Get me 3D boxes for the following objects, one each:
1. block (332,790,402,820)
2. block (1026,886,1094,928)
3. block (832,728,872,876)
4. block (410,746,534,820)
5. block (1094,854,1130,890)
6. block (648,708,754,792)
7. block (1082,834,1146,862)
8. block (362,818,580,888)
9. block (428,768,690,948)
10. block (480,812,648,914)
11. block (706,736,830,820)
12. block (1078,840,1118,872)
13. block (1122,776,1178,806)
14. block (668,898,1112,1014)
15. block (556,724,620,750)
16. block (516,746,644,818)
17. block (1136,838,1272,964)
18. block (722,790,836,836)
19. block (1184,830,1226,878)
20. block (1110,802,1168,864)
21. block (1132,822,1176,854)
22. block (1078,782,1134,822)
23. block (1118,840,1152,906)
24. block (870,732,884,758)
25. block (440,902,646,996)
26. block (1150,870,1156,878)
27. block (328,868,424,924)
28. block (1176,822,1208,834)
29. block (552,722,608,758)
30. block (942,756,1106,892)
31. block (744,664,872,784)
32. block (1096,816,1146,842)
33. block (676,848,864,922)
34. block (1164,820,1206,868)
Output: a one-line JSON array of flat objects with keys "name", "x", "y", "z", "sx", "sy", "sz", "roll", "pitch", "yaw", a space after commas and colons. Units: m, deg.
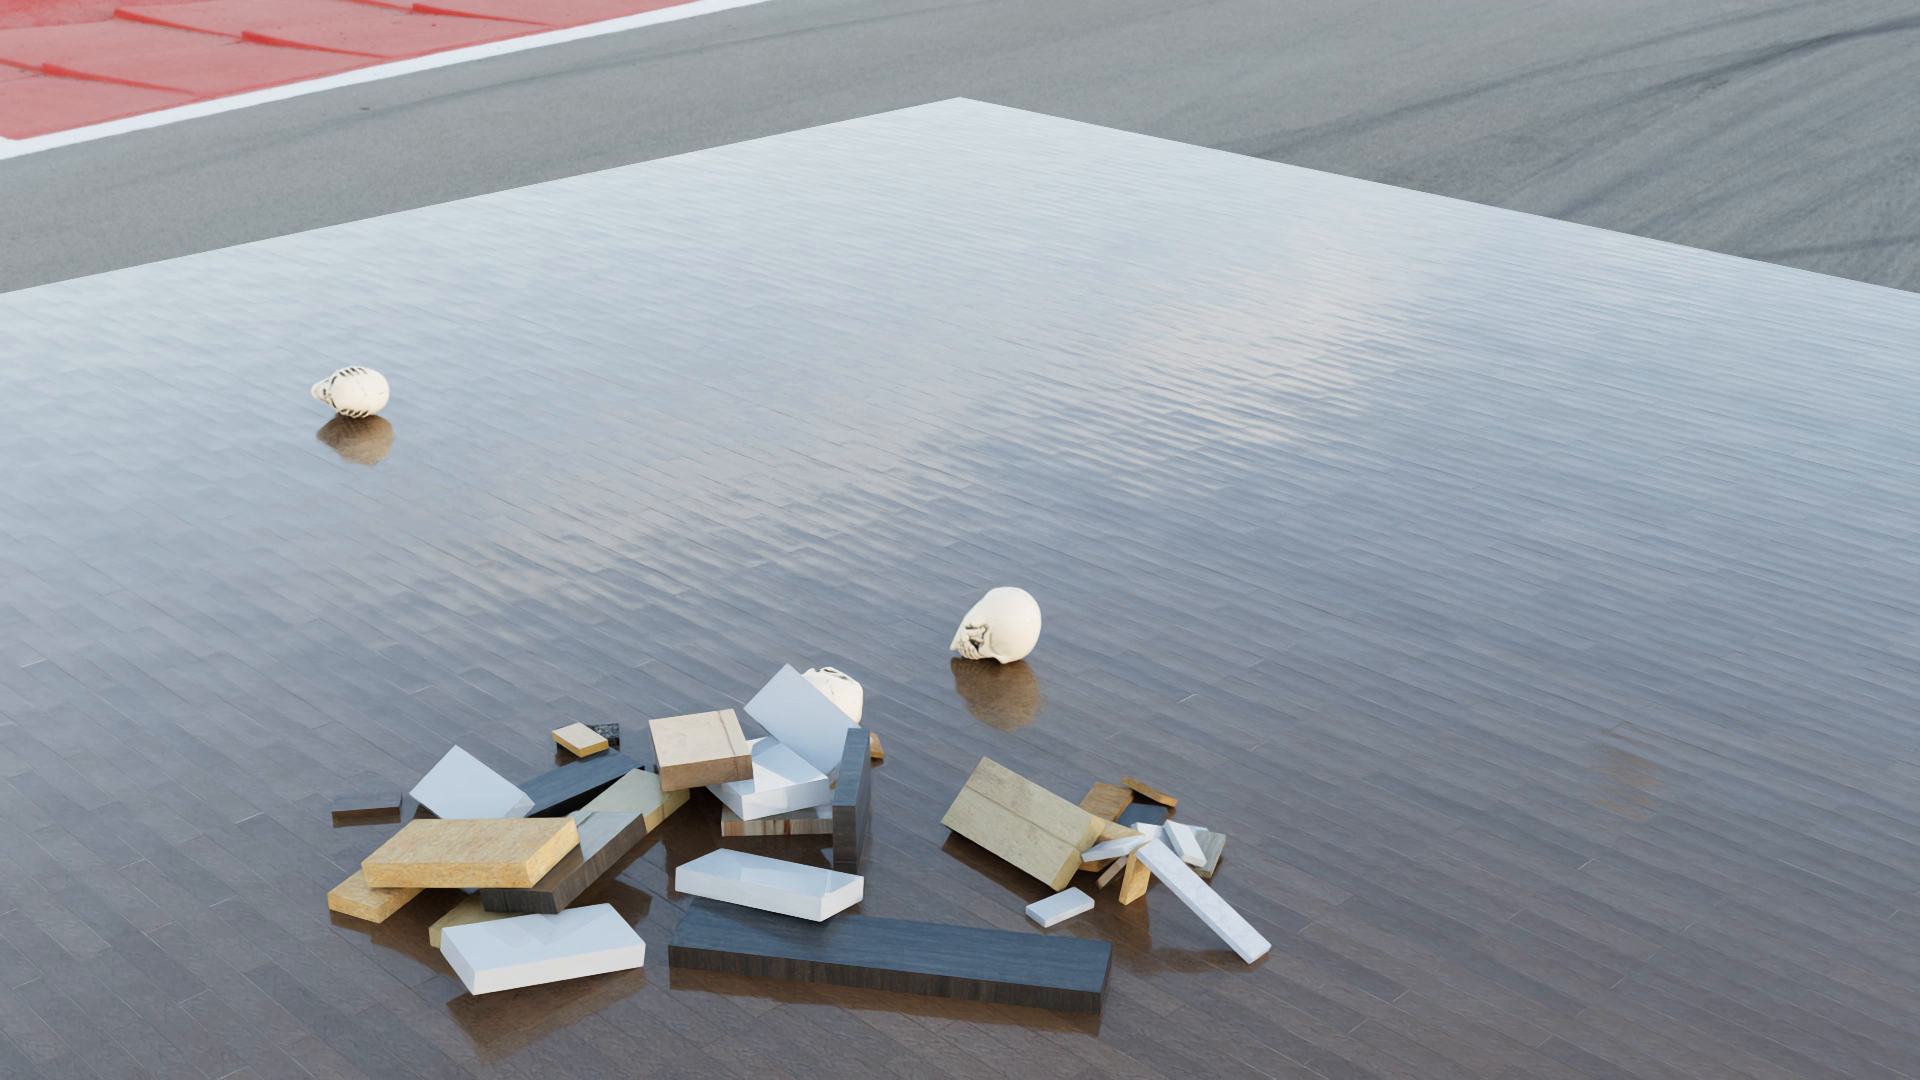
[{"name": "block", "x": -1.204, "y": 0.539, "z": 4.468, "sx": 0.132, "sy": 0.019, "sz": 0.066, "roll": -3, "pitch": 23, "yaw": -8}, {"name": "block", "x": 0.187, "y": 0.687, "z": 4.120, "sx": 0.117, "sy": 0.017, "sz": 0.059, "roll": -16, "pitch": 28, "yaw": -33}, {"name": "block", "x": -0.213, "y": 0.515, "z": 4.345, "sx": 0.044, "sy": 0.157, "sz": 0.314, "roll": 1, "pitch": 23, "yaw": 3}, {"name": "block", "x": -0.979, "y": 0.518, "z": 4.407, "sx": 0.269, "sy": 0.038, "sz": 0.135, "roll": 24, "pitch": 64, "yaw": 43}, {"name": "block", "x": 0.307, "y": 0.618, "z": 4.169, "sx": 0.059, "sy": 0.119, "sz": 0.017, "roll": -22, "pitch": 68, "yaw": -41}, {"name": "block", "x": -0.535, "y": 0.428, "z": 4.518, "sx": 0.180, "sy": 0.051, "sz": 0.360, "roll": -7, "pitch": 12, "yaw": -10}, {"name": "block", "x": 0.290, "y": 0.582, "z": 4.149, "sx": 0.059, "sy": 0.017, "sz": 0.119, "roll": -23, "pitch": 2, "yaw": -41}, {"name": "block", "x": -0.918, "y": 0.587, "z": 4.130, "sx": 0.360, "sy": 0.051, "sz": 0.180, "roll": -4, "pitch": 19, "yaw": 22}, {"name": "block", "x": -0.760, "y": 0.618, "z": 4.256, "sx": 0.135, "sy": 0.038, "sz": 0.665, "roll": 11, "pitch": 25, "yaw": 24}, {"name": "block", "x": -0.742, "y": 0.603, "z": 4.135, "sx": 0.160, "sy": 0.045, "sz": 0.320, "roll": -2, "pitch": 19, "yaw": 25}, {"name": "block", "x": -0.409, "y": 0.480, "z": 4.464, "sx": 0.180, "sy": 0.051, "sz": 0.360, "roll": -10, "pitch": 12, "yaw": -21}, {"name": "block", "x": 0.223, "y": 0.605, "z": 4.256, "sx": 0.163, "sy": 0.023, "sz": 0.081, "roll": 2, "pitch": 19, "yaw": 41}, {"name": "block", "x": 0.387, "y": 0.514, "z": 4.496, "sx": 0.109, "sy": 0.015, "sz": 0.054, "roll": 24, "pitch": 1, "yaw": 43}, {"name": "block", "x": -0.125, "y": 0.744, "z": 3.949, "sx": 0.780, "sy": 0.045, "sz": 0.160, "roll": 4, "pitch": 23, "yaw": 10}, {"name": "block", "x": -0.802, "y": 0.423, "z": 4.739, "sx": 0.132, "sy": 0.019, "sz": 0.066, "roll": -4, "pitch": 23, "yaw": -8}, {"name": "block", "x": -0.817, "y": 0.515, "z": 4.503, "sx": 0.118, "sy": 0.034, "sz": 0.340, "roll": 21, "pitch": 31, "yaw": 40}, {"name": "block", "x": 0.445, "y": 0.660, "z": 4.034, "sx": 0.058, "sy": 0.017, "sz": 0.292, "roll": -23, "pitch": 56, "yaw": -43}, {"name": "block", "x": -0.358, "y": 0.548, "z": 4.426, "sx": 0.237, "sy": 0.034, "sz": 0.118, "roll": -1, "pitch": 23, "yaw": -3}, {"name": "block", "x": 0.474, "y": 0.610, "z": 4.279, "sx": 0.058, "sy": 0.017, "sz": 0.117, "roll": 8, "pitch": 33, "yaw": 19}, {"name": "block", "x": 0.339, "y": 0.578, "z": 4.313, "sx": 0.081, "sy": 0.023, "sz": 0.163, "roll": 3, "pitch": 33, "yaw": 31}, {"name": "block", "x": 0.378, "y": 0.582, "z": 4.270, "sx": 0.109, "sy": 0.054, "sz": 0.015, "roll": 15, "pitch": -36, "yaw": -44}, {"name": "block", "x": 0.288, "y": 0.543, "z": 4.450, "sx": 0.081, "sy": 0.023, "sz": 0.163, "roll": 9, "pitch": 25, "yaw": 21}, {"name": "block", "x": 0.334, "y": 0.625, "z": 4.134, "sx": 0.017, "sy": 0.119, "sz": 0.059, "roll": 32, "pitch": 38, "yaw": 34}, {"name": "block", "x": -0.194, "y": 0.437, "z": 4.699, "sx": 0.045, "sy": 0.013, "sz": 0.091, "roll": 12, "pitch": 19, "yaw": -18}, {"name": "block", "x": -0.743, "y": 0.726, "z": 3.921, "sx": 0.320, "sy": 0.045, "sz": 0.160, "roll": -3, "pitch": 21, "yaw": -34}, {"name": "block", "x": 0.362, "y": 0.621, "z": 4.278, "sx": 0.054, "sy": 0.015, "sz": 0.109, "roll": -9, "pitch": 25, "yaw": -20}, {"name": "block", "x": -1.080, "y": 0.645, "z": 4.198, "sx": 0.118, "sy": 0.034, "sz": 0.237, "roll": 11, "pitch": 25, "yaw": 23}, {"name": "block", "x": 0.431, "y": 0.583, "z": 4.367, "sx": 0.109, "sy": 0.015, "sz": 0.054, "roll": 8, "pitch": 24, "yaw": 18}, {"name": "block", "x": -0.807, "y": 0.424, "z": 4.670, "sx": 0.066, "sy": 0.019, "sz": 0.132, "roll": -17, "pitch": 22, "yaw": -32}, {"name": "block", "x": 0.120, "y": 0.552, "z": 4.281, "sx": 0.314, "sy": 0.044, "sz": 0.157, "roll": 24, "pitch": 75, "yaw": 44}, {"name": "block", "x": -0.320, "y": 0.387, "z": 4.626, "sx": 0.135, "sy": 0.038, "sz": 0.269, "roll": -46, "pitch": 55, "yaw": -10}, {"name": "block", "x": 0.274, "y": 0.560, "z": 4.241, "sx": 0.165, "sy": 0.015, "sz": 0.054, "roll": 16, "pitch": 28, "yaw": 36}, {"name": "block", "x": -0.357, "y": 0.643, "z": 4.113, "sx": 0.314, "sy": 0.044, "sz": 0.157, "roll": 7, "pitch": 9, "yaw": 26}, {"name": "block", "x": 0.435, "y": 0.588, "z": 4.262, "sx": 0.054, "sy": 0.015, "sz": 0.109, "roll": 22, "pitch": 22, "yaw": -25}]
